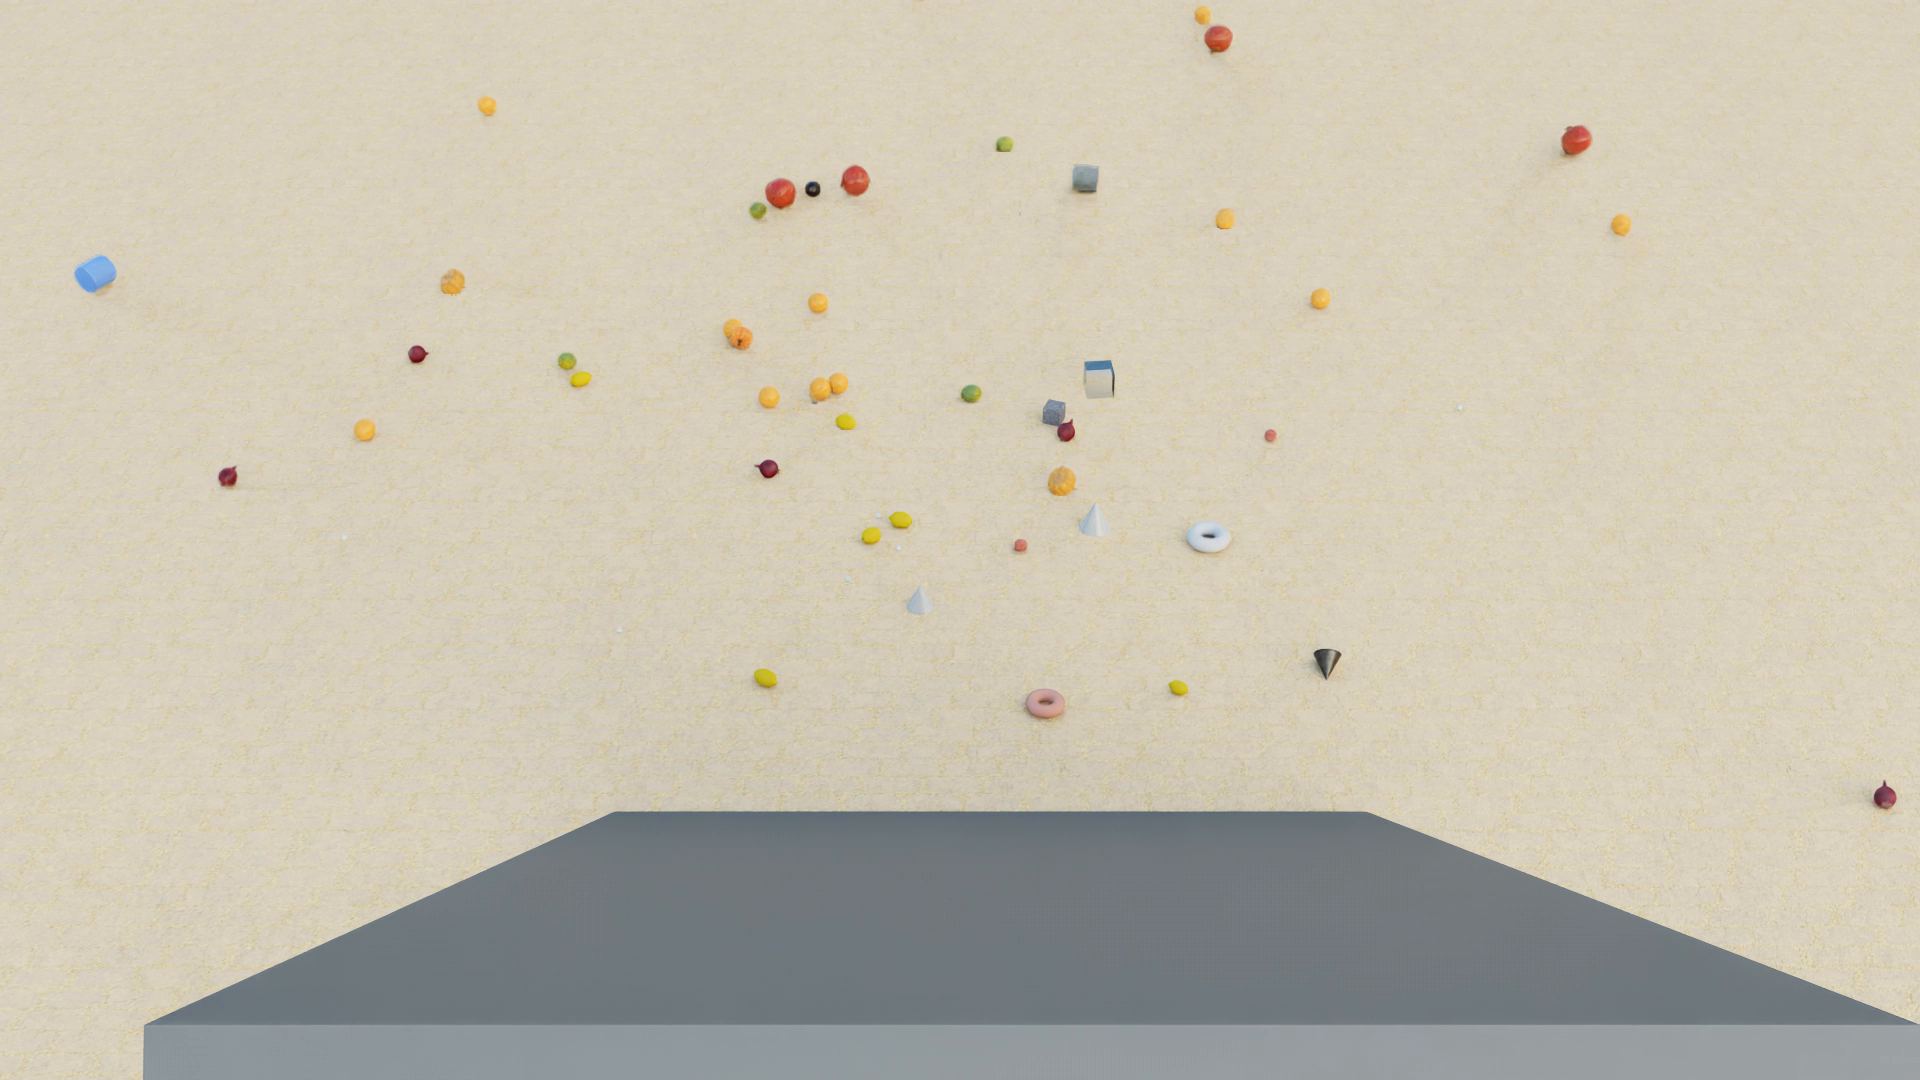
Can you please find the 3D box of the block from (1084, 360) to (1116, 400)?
[{"bbox_3d":[0.462,-0.533,8.647,0.091,0.091,0.091,-4,37,-5],"label":"block"}]

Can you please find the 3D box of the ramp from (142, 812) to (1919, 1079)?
[{"bbox_3d":[0.081,0.684,4.924,2.000,0.100,4.000,0,-3,0],"label":"ramp"}]

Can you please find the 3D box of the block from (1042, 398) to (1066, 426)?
[{"bbox_3d":[0.308,-0.416,8.519,0.059,0.059,0.059,13,39,17],"label":"block"}]

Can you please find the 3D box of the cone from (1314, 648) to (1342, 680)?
[{"bbox_3d":[1.057,0.367,7.494,0.082,0.082,0.082,4,64,5],"label":"cone"}]

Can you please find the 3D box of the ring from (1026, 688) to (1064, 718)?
[{"bbox_3d":[0.241,0.462,7.368,0.112,0.037,0.112,1,36,-1],"label":"ring"}]

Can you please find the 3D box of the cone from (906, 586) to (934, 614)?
[{"bbox_3d":[-0.118,0.164,7.726,0.082,0.082,0.082,0,37,0],"label":"cone"}]

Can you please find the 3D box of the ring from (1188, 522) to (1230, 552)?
[{"bbox_3d":[0.763,-0.009,7.989,0.132,0.044,0.132,1,37,-1],"label":"ring"}]

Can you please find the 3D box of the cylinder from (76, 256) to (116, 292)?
[{"bbox_3d":[-3.048,-0.938,9.180,0.099,0.099,0.099,21,42,26],"label":"cylinder"}]

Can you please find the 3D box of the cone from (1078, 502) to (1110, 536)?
[{"bbox_3d":[0.417,-0.079,8.037,0.097,0.097,0.097,0,37,0],"label":"cone"}]
